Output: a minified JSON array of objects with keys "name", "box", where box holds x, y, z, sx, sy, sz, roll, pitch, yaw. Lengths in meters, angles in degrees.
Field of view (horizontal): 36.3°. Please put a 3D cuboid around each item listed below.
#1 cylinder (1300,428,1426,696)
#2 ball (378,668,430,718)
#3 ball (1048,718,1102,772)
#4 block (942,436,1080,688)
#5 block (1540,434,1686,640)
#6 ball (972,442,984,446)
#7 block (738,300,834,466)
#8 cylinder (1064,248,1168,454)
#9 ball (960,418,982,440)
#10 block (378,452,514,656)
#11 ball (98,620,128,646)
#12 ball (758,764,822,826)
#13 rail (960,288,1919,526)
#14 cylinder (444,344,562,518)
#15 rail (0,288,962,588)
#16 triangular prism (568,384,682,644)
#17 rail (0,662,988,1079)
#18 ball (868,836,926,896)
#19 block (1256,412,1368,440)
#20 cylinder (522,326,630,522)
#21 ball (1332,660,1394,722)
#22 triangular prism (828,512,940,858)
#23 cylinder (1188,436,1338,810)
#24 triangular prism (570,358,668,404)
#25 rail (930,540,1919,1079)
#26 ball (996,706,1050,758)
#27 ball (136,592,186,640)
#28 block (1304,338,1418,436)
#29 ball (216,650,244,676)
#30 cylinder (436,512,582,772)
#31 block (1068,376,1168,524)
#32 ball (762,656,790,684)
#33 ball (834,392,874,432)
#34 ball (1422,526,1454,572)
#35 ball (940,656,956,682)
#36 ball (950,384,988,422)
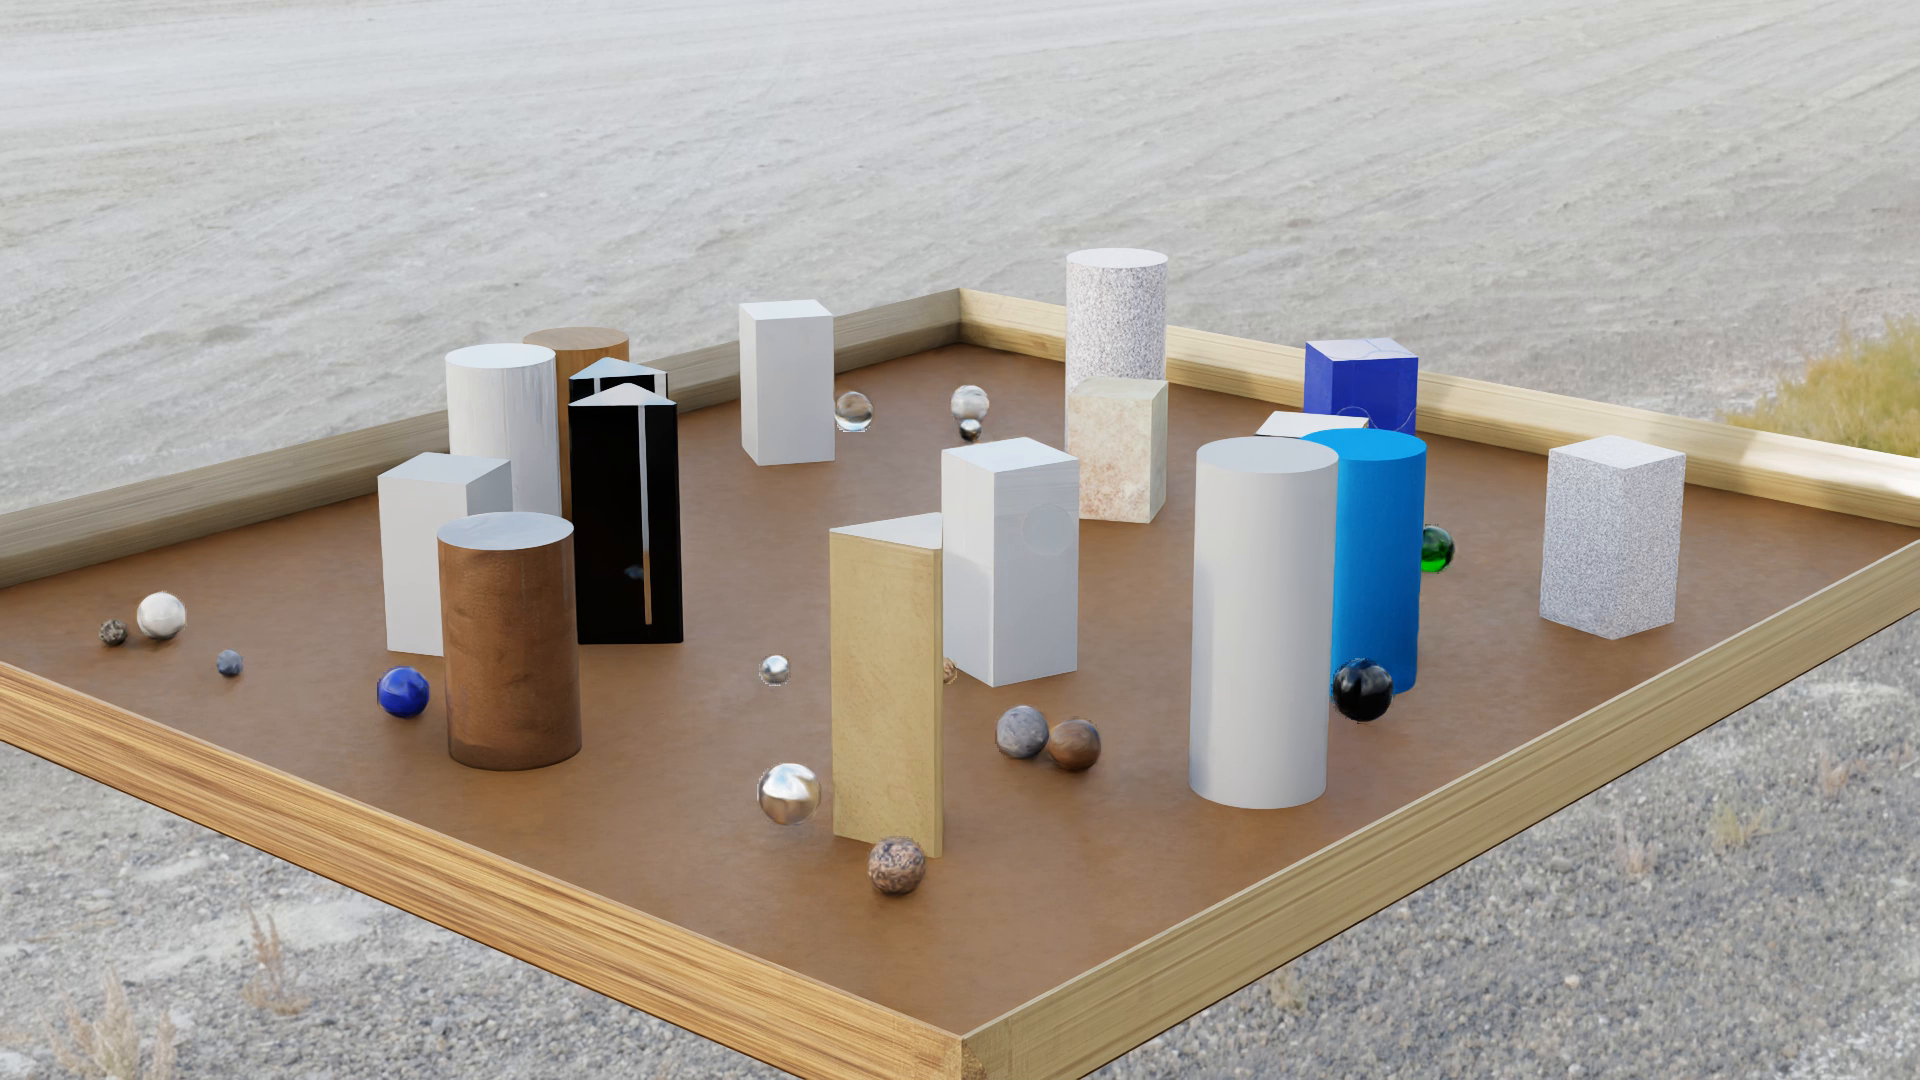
[{"name":"cylinder","box":[0.633,0.035,4.666,0.200,0.389,0.200,0,17,0]},{"name":"ball","box":[-0.859,0.236,4.534,0.079,0.079,0.079,0,17,0]},{"name":"ball","box":[0.170,0.302,4.318,0.078,0.078,0.078,0,17,0]},{"name":"block","box":[0.080,0.033,4.729,0.160,0.355,0.160,-10,19,-30]},{"name":"block","box":[1.104,-0.007,4.964,0.160,0.296,0.160,-13,21,-36]},{"name":"ball","box":[0.043,-0.160,5.866,0.070,0.070,0.070,0,17,0]},{"name":"block","box":[-0.355,-0.324,6.006,0.160,0.303,0.160,-5,17,-15]},{"name":"cylinder","box":[0.309,-0.343,5.828,0.200,0.443,0.200,0,17,0]},{"name":"ball","box":[0.021,-0.231,6.144,0.046,0.046,0.046,0,17,0]},{"name":"block","box":[-0.846,0.025,4.856,0.160,0.299,0.160,5,18,18]},{"name":"ball","box":[-1.405,0.154,4.866,0.045,0.045,0.045,0,17,0]},{"name":"ball","box":[-0.236,0.353,4.067,0.087,0.087,0.087,0,17,0]},{"name":"rail","box":[0.968,-0.289,6.188,2.610,0.130,0.045,14,22,39]},{"name":"cylinder","box":[-0.839,-0.168,5.405,0.200,0.352,0.200,0,17,0]},{"name":"rail","box":[-0.967,-0.210,5.924,0.045,0.130,3.001,14,22,39]},{"name":"triangular prism","box":[-0.553,-0.046,4.898,0.173,0.409,0.150,-1,17,-2]},{"name":"rail","box":[-0.968,0.354,4.052,2.610,0.130,0.045,14,22,39]},{"name":"ball","box":[-0.084,0.432,3.886,0.078,0.078,0.078,0,17,0]},{"name":"block","box":[0.583,-0.018,4.896,0.160,0.357,0.160,5,17,16]},{"name":"cylinder","box":[-0.729,-0.223,5.614,0.200,0.335,0.200,0,17,0]},{"name":"ball","box":[0.621,0.232,4.520,0.095,0.095,0.095,0,17,0]},{"name":"triangular prism","box":[-0.065,0.192,4.053,0.173,0.442,0.150,10,19,29]},{"name":"cylinder","box":[0.433,0.117,4.206,0.200,0.497,0.200,0,17,0]},{"name":"triangular prism","box":[-0.626,-0.146,5.334,0.173,0.349,0.150,-4,17,-15]},{"name":"rail","box":[0.967,0.275,4.315,0.045,0.130,3.001,14,22,39]},{"name":"ball","box":[0.093,0.287,4.368,0.079,0.079,0.079,0,17,0]},{"name":"ball","box":[-1.335,0.127,4.899,0.079,0.079,0.079,0,17,0]},{"name":"block","box":[0.727,-0.167,5.364,0.160,0.373,0.160,-3,17,-11]},{"name":"ball","box":[-1.177,0.198,4.724,0.042,0.042,0.042,0,17,0]},{"name":"cylinder","box":[-0.670,0.149,4.369,0.200,0.341,0.200,0,17,0]},{"name":"block","box":[0.303,-0.175,5.619,0.160,0.241,0.160,4,17,14]},{"name":"ball","box":[-0.295,0.208,4.688,0.045,0.045,0.045,0,17,0]},{"name":"ball","box":[-0.225,-0.273,6.218,0.083,0.083,0.083,0,17,0]},{"name":"ball","box":[0.845,0.016,5.260,0.083,0.083,0.083,0,17,0]},{"name":"ball","box":[-0.029,0.208,4.694,0.042,0.042,0.042,0,17,0]},{"name":"ball","box":[0.021,-0.292,6.286,0.081,0.081,0.081,0,17,0]}]
